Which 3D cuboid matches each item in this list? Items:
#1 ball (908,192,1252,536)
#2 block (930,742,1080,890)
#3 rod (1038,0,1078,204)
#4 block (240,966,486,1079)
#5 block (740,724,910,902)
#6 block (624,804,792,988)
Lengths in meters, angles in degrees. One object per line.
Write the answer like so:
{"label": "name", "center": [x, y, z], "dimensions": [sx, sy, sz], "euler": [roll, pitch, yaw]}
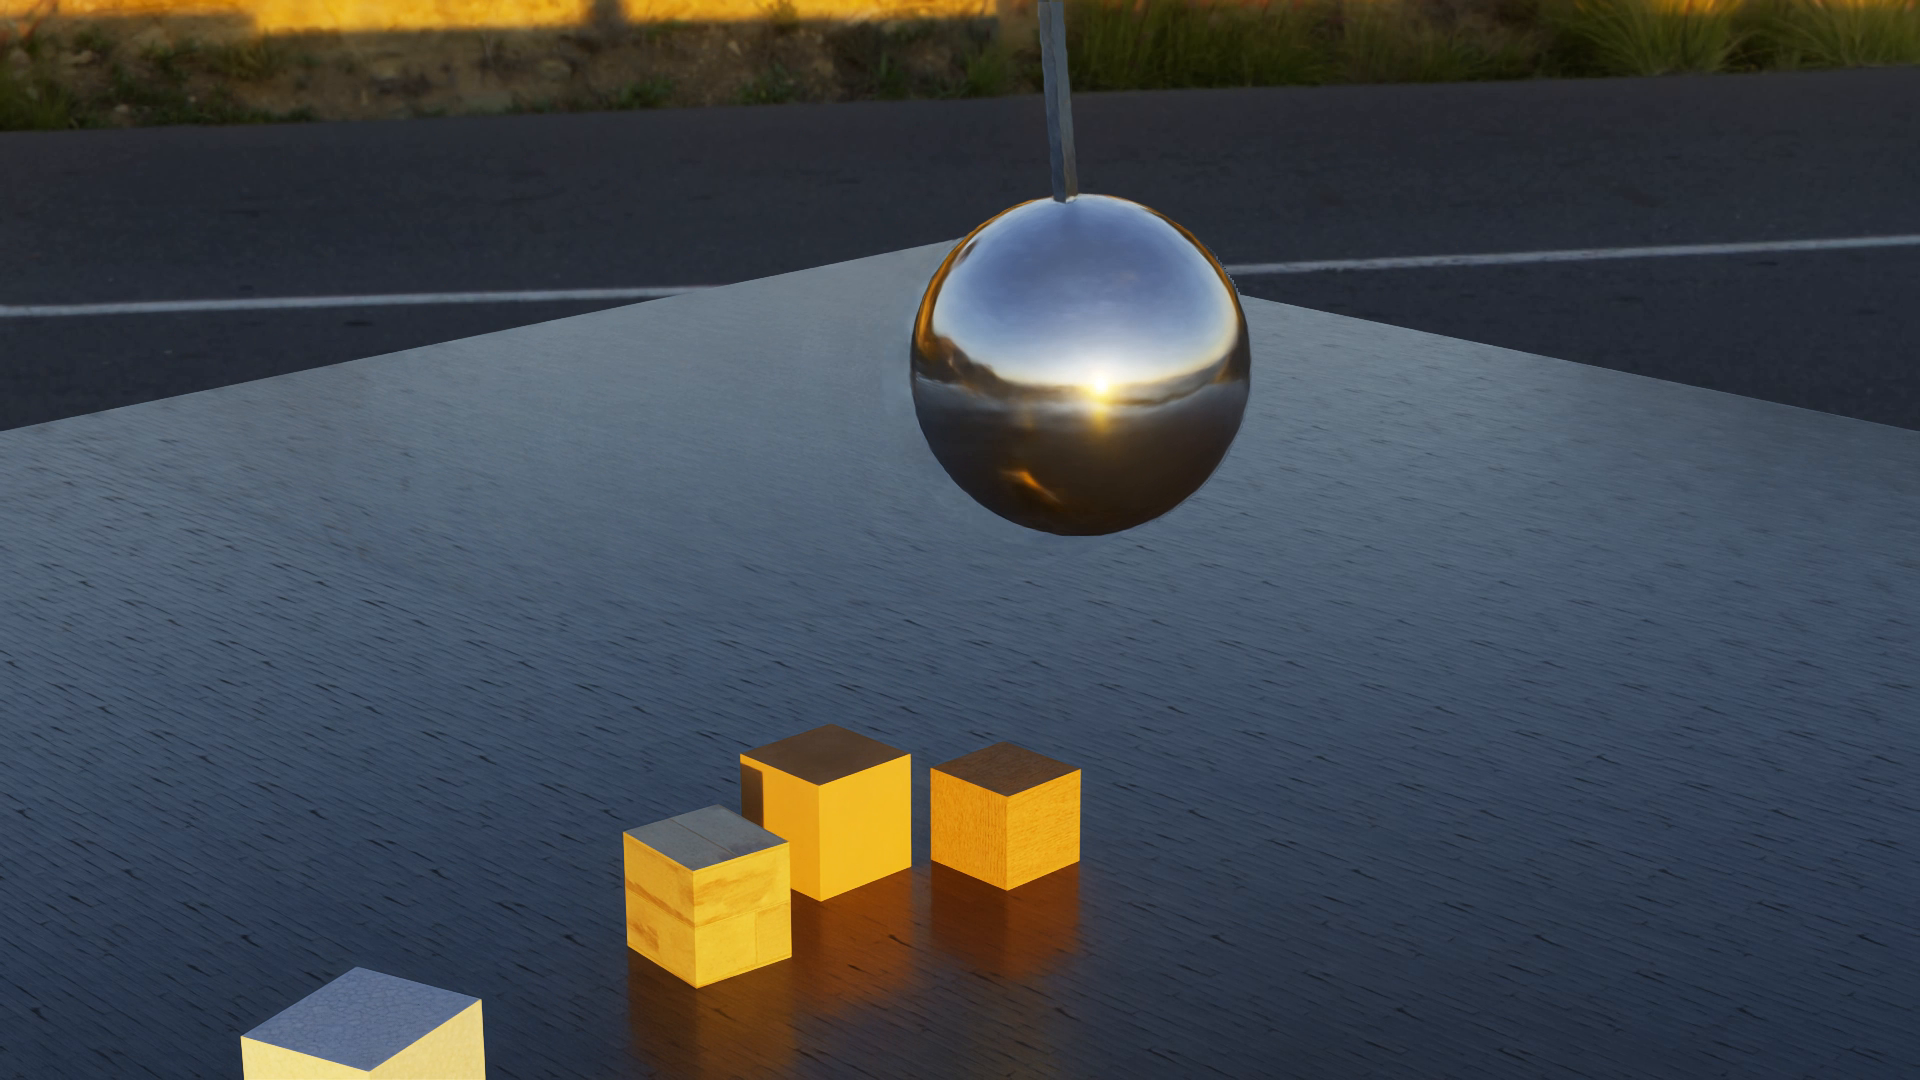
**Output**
{"label": "ball", "center": [0.558, -0.817, 13.670], "dimensions": [1.600, 1.600, 1.600], "euler": [0, 17, 0]}
{"label": "block", "center": [0.210, 1.268, 13.547], "dimensions": [0.479, 0.457, 0.496], "euler": [-16, 24, -42]}
{"label": "rod", "center": [0.242, -3.937, 12.358], "dimensions": [0.080, 5.200, 0.080], "euler": [17, 32, 42]}
{"label": "block", "center": [-2.184, 2.042, 10.810], "dimensions": [0.584, 0.622, 0.650], "euler": [9, 20, 27]}
{"label": "block", "center": [-0.615, 1.242, 13.462], "dimensions": [0.557, 0.558, 0.540], "euler": [-16, 24, -42]}
{"label": "block", "center": [-1.085, 1.523, 12.604], "dimensions": [0.491, 0.536, 0.537], "euler": [-14, 22, -37]}
